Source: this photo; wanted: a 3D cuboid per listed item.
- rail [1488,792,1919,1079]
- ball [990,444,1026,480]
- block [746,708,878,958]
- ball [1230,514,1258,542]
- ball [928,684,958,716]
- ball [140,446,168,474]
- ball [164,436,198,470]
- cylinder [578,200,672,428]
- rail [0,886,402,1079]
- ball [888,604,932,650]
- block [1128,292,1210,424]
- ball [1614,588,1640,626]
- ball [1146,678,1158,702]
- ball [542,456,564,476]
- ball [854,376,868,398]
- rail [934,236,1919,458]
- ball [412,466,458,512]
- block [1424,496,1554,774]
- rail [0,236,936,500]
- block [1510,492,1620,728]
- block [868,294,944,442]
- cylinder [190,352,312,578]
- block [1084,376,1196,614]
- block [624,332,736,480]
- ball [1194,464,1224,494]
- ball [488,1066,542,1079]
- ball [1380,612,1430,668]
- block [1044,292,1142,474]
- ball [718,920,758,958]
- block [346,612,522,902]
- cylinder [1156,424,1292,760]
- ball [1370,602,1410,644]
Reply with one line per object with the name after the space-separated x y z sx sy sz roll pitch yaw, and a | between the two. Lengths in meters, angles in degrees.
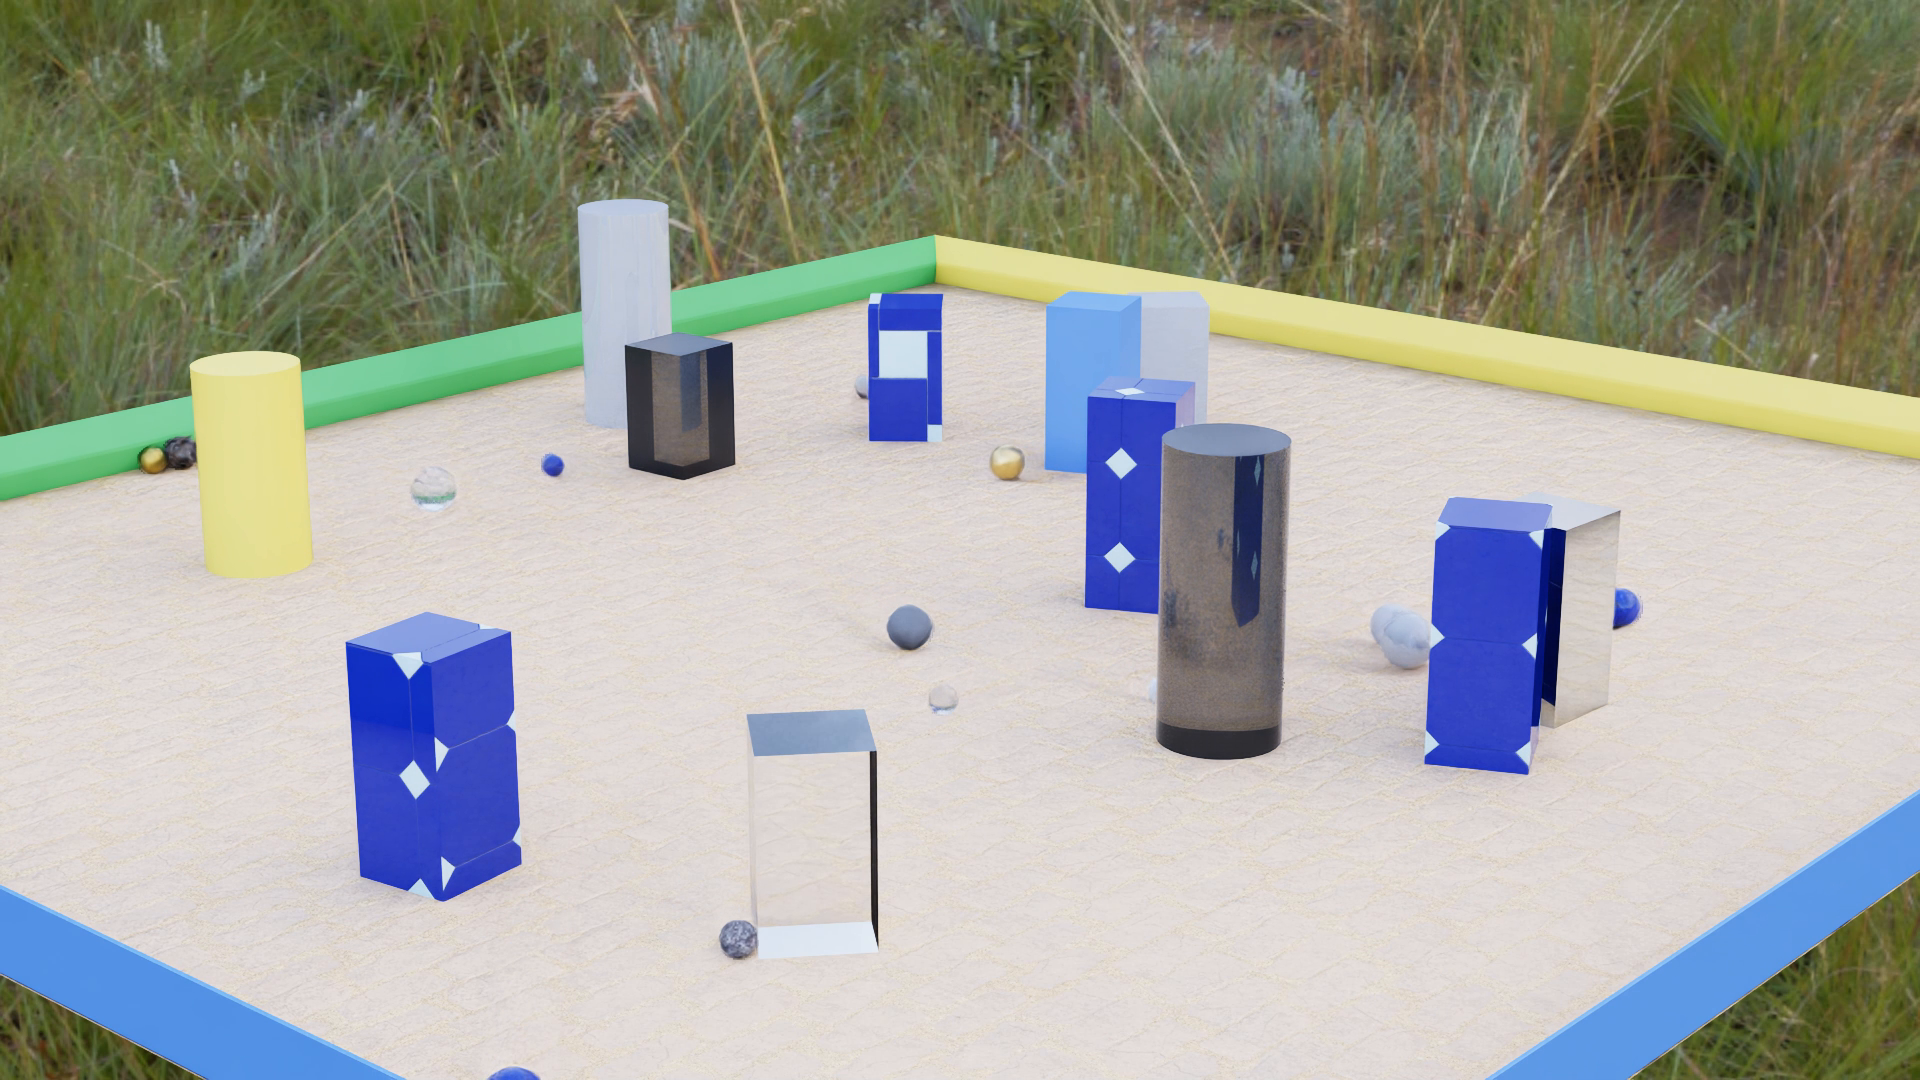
1.331 0.365 4.014 0.045 0.124 3.916 14 22 39 | rail
0.094 -0.155 5.833 0.070 0.070 0.070 0 17 0 | ball
-0.188 0.373 3.736 0.152 0.272 0.152 -2 17 -7 | block
0.524 -0.023 5.428 0.051 0.051 0.051 0 17 0 | ball
-0.026 0.247 4.539 0.048 0.048 0.048 0 17 0 | ball
-1.616 -0.160 5.874 0.055 0.055 0.055 0 17 0 | ball
-1.568 -0.177 5.908 0.068 0.068 0.068 0 17 0 | ball
-0.710 -0.482 6.245 0.191 0.458 0.191 0 17 0 | cylinder
-1.268 0.453 3.722 3.574 0.124 0.045 14 22 39 | rail
-0.083 0.144 4.836 0.074 0.074 0.074 0 17 0 | ball
0.442 -0.385 6.262 0.152 0.263 0.152 -1 17 -4 | block
1.115 0.114 4.950 0.066 0.066 0.066 0 17 0 | ball
0.313 0.235 4.591 0.041 0.041 0.041 0 17 0 | ball
-0.812 -0.148 5.856 0.043 0.043 0.043 0 17 0 | ball
-0.209 -0.337 6.472 0.049 0.049 0.049 0 17 0 | ball
1.268 -0.391 6.519 3.574 0.124 0.045 14 22 39 | rail
-1.007 -0.098 5.614 0.086 0.086 0.086 0 17 0 | ball
0.782 0.140 4.337 0.152 0.371 0.152 5 17 16 | block
-1.331 -0.303 6.227 0.045 0.124 3.916 14 22 39 | rail
0.906 0.106 4.541 0.152 0.317 0.152 15 23 41 | block
-0.113 -0.363 6.153 0.152 0.282 0.152 0 17 1 | block
-1.267 -0.136 5.252 0.191 0.370 0.191 0 17 0 | cylinder
0.310 -0.078 5.050 0.152 0.375 0.152 5 18 16 | block
-0.562 -0.271 5.899 0.152 0.254 0.152 13 21 37 | block
0.488 -0.119 5.736 0.058 0.058 0.058 0 17 0 | ball
-0.494 0.622 3.246 0.078 0.078 0.078 0 17 0 | ball
0.726 0.163 4.747 0.090 0.090 0.090 0 17 0 | ball
0.268 -0.316 5.904 0.152 0.337 0.152 6 18 19 | block
-0.279 0.502 3.694 0.048 0.048 0.048 0 17 0 | ball
-0.701 0.287 3.915 0.152 0.333 0.152 11 20 32 | block
0.392 0.076 4.382 0.191 0.467 0.191 0 17 0 | cylinder
0.714 0.141 4.842 0.075 0.075 0.075 0 17 0 | ball
